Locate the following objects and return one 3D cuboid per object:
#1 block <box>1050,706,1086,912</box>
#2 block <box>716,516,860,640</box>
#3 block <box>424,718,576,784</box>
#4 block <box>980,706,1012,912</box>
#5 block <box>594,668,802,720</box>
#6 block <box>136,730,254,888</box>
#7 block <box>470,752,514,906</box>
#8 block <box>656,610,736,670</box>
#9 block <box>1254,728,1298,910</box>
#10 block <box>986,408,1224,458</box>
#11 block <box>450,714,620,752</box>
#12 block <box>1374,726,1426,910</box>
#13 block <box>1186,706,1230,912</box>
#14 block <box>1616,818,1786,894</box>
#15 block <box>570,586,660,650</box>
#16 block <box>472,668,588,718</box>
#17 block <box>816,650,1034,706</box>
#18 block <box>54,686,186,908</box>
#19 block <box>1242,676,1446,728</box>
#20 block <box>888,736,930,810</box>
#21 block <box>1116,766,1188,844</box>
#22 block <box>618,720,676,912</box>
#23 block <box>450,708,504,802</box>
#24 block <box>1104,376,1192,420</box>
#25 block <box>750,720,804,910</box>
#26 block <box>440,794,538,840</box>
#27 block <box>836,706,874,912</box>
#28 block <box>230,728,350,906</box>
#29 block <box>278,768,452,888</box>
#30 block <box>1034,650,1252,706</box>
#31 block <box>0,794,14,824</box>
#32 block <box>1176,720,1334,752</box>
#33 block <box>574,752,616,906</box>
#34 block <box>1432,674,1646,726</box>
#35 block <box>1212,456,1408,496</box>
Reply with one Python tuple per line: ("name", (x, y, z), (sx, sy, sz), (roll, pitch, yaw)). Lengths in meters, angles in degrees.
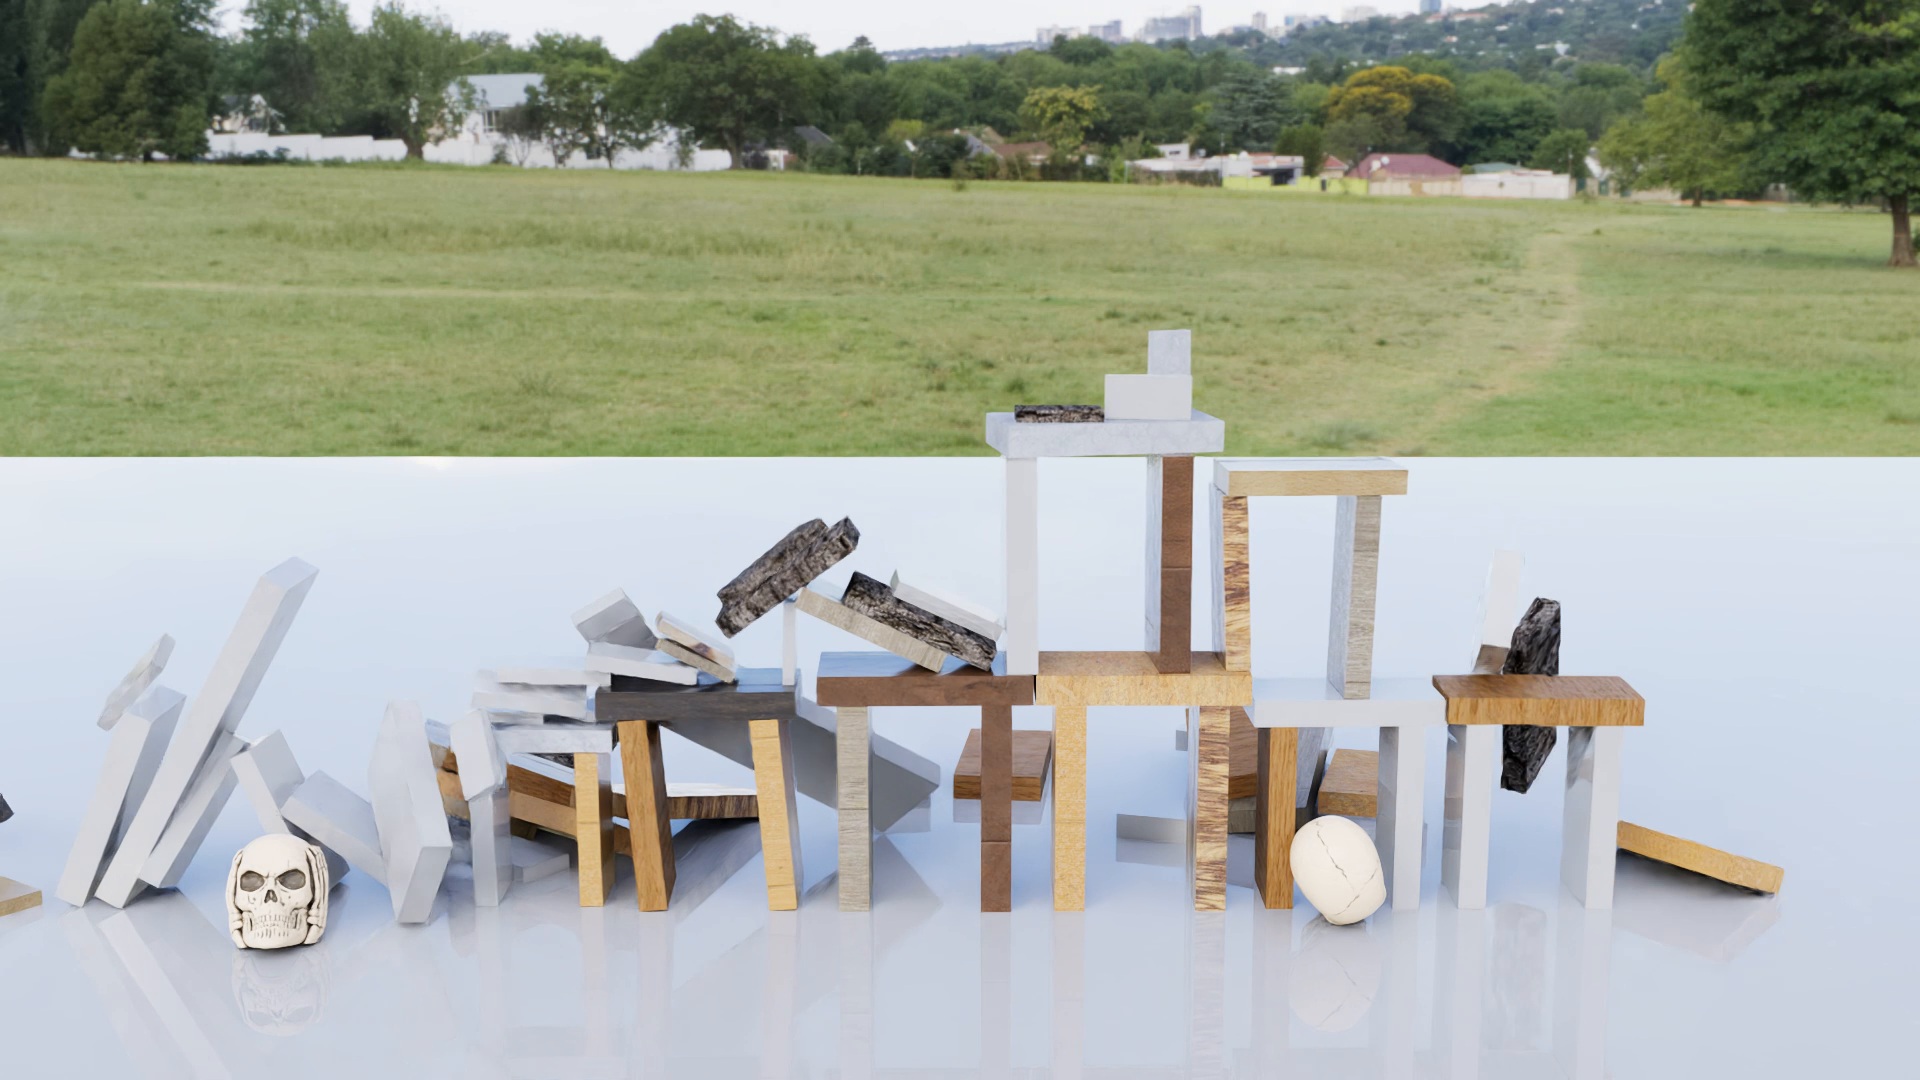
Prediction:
("block", (0.179, 0.420, 3.639), (0.049, 0.346, 0.173), (0, 11, 0))
("block", (-0.278, 0.060, 3.563), (0.255, 0.036, 0.127), (-35, 9, 7))
("block", (-0.858, 0.419, 4.085), (0.303, 0.043, 0.152), (21, 6, -11))
("block", (0.059, 0.420, 3.635), (0.049, 0.347, 0.173), (0, 11, 0))
("block", (-0.424, 0.251, 3.601), (0.320, 0.045, 0.160), (0, 11, -1))
("block", (-1.265, 0.448, 3.661), (0.038, 0.270, 0.135), (29, -10, -3))
("block", (-0.779, 0.461, 3.647), (0.037, 0.261, 0.131), (-1, 11, 0))
("block", (-0.431, 0.162, 3.579), (0.136, 0.019, 0.068), (30, 6, -15))
("block", (0.523, 0.438, 3.643), (0.044, 0.308, 0.154), (0, 11, 0))
("block", (0.232, -0.175, 3.559), (0.351, 0.050, 0.176), (-2, 11, -11))
("block", (-0.693, 0.314, 3.620), (0.261, 0.037, 0.130), (0, 11, 0))
("block", (0.728, 0.438, 3.644), (0.044, 0.308, 0.154), (0, 11, -1))
("block", (0.409, 0.420, 3.639), (0.049, 0.346, 0.173), (0, 11, 0))
("block", (1.219, 0.528, 3.744), (0.157, 0.044, 0.313), (17, -2, -37))
("block", (-0.562, 0.162, 3.661), (0.095, 0.189, 0.027), (-30, 49, -1))
("block", (-0.699, 0.249, 3.577), (0.180, 0.025, 0.090), (7, 19, -11))
("block", (-0.057, 0.226, 3.598), (0.346, 0.049, 0.173), (0, 11, -1))
("block", (-1.394, 0.423, 3.656), (0.048, 0.341, 0.171), (23, 9, -5))
("block", (0.626, 0.265, 3.613), (0.308, 0.044, 0.154), (0, 11, -1))
("block", (-0.163, 0.453, 4.277), (0.167, 0.047, 0.333), (-2, 11, -9))
("block", (0.402, 0.490, 4.083), (0.158, 0.045, 0.317), (3, 11, 16))
("block", (-0.516, 0.432, 3.633), (0.045, 0.320, 0.160), (-5, 11, -1))
("block", (-0.771, 0.342, 3.506), (0.067, 0.134, 0.019), (-30, -28, 23))
("block", (0.301, -0.228, 3.518), (0.138, 0.069, 0.020), (1, 7, 5))
("block", (-0.302, 0.432, 3.638), (0.045, 0.320, 0.160), (-5, 10, 1))
("block", (-0.866, 0.492, 3.937), (0.198, 0.028, 0.099), (13, -14, 26))
("block", (-0.172, 0.420, 3.636), (0.049, 0.346, 0.173), (0, 11, 0))
("block", (-1.112, 0.459, 3.655), (0.038, 0.270, 0.135), (-23, 8, 8))
("block", (-0.985, 0.493, 3.652), (0.270, 0.038, 0.135), (36, 13, -6))
("block", (0.294, 0.226, 3.604), (0.346, 0.049, 0.173), (0, 11, 0))
("block", (-1.747, 0.476, 3.861), (0.173, 0.086, 0.024), (-22, 14, 27))
("block", (0.589, 0.394, 4.388), (0.291, 0.041, 0.145), (4, 11, 19))
("block", (-0.605, 0.461, 3.647), (0.037, 0.261, 0.131), (0, 11, 0))
("block", (0.944, 0.262, 3.606), (0.311, 0.044, 0.156), (0, 11, 2))
("block", (0.563, -0.103, 3.551), (0.287, 0.041, 0.144), (0, 11, -3))
